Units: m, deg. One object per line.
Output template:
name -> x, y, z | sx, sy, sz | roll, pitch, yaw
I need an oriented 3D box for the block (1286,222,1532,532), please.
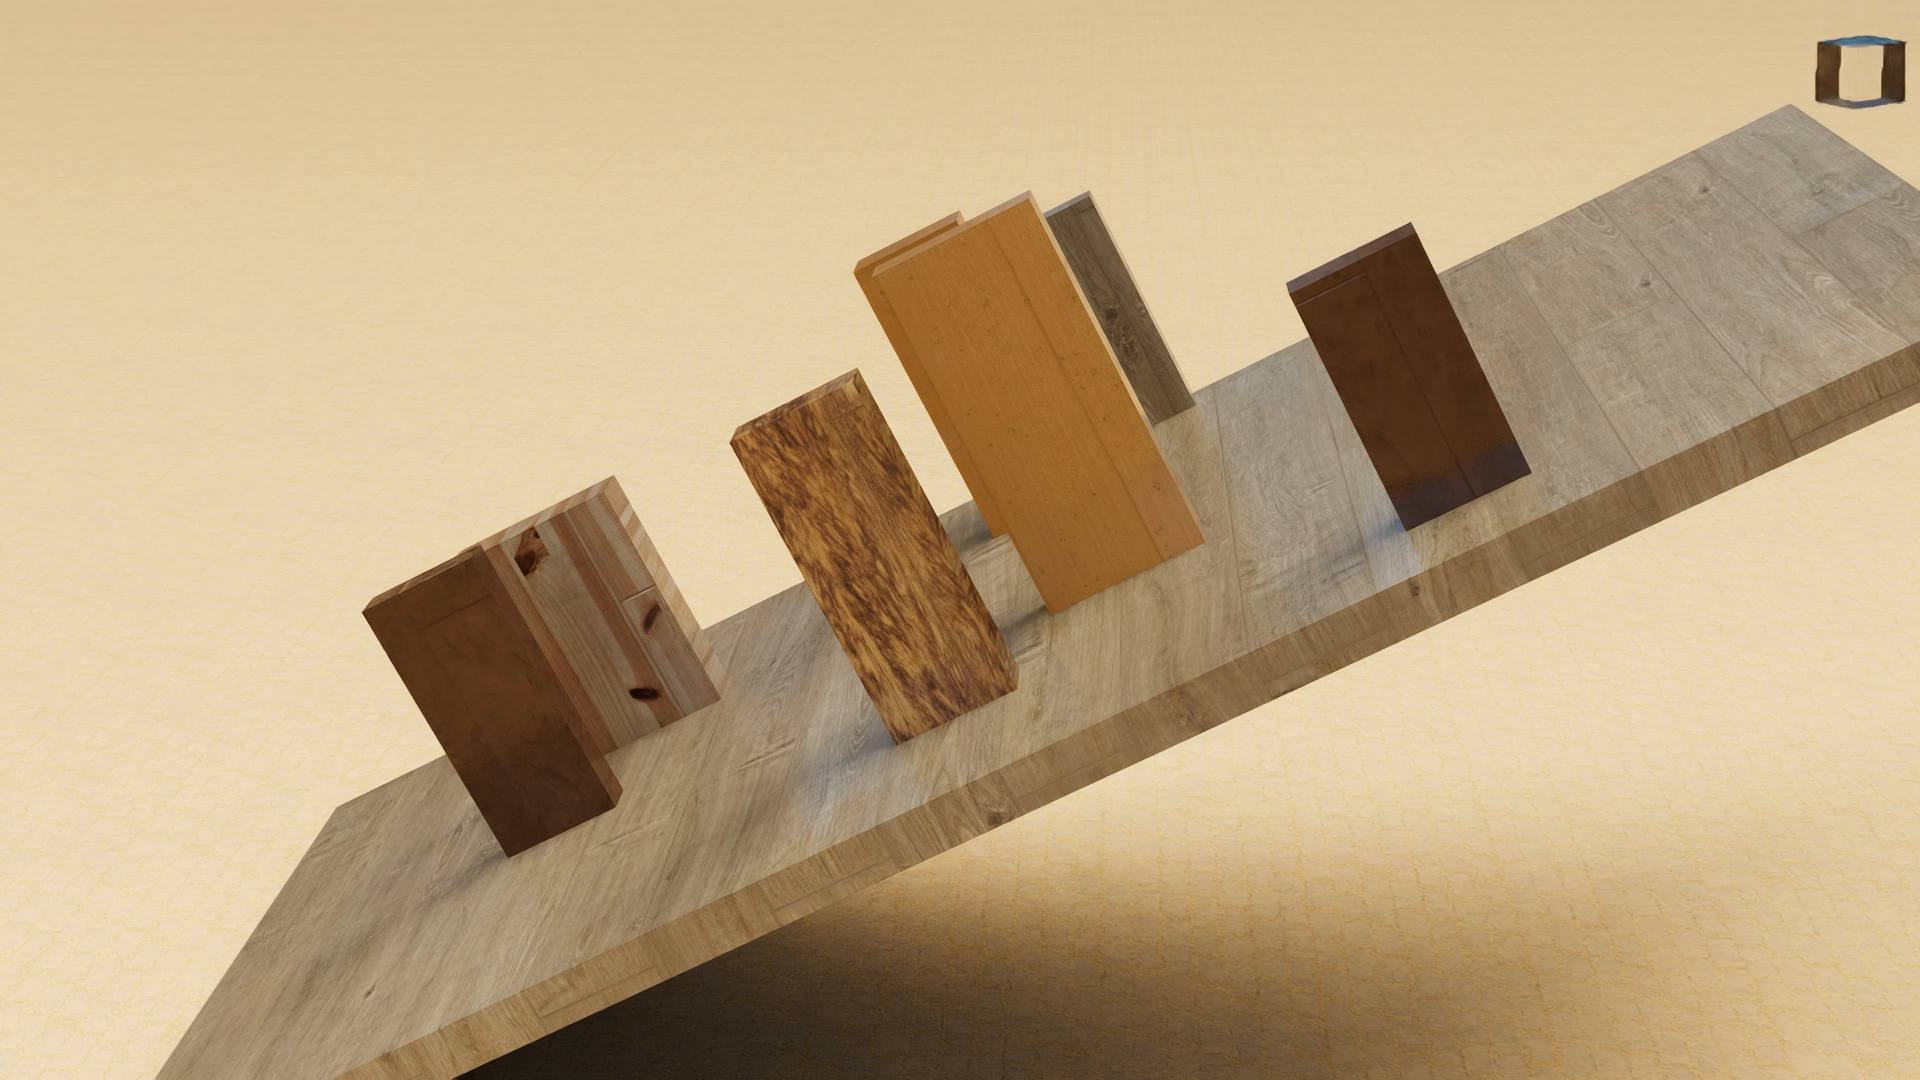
block -> 0.820, -0.297, 5.375 | 0.251, 0.498, 0.099 | -26, 14, 10

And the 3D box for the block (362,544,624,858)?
block -> -0.998, 0.348, 6.303 | 0.269, 0.625, 0.099 | -26, 14, 10

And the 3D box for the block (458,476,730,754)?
block -> -0.847, 0.194, 6.730 | 0.410, 0.549, 0.142 | -26, 14, 10

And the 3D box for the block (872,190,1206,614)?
block -> 0.164, -0.273, 5.950 | 0.350, 0.789, 0.102 | -26, 14, 10

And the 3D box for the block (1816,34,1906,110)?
block -> 1.813, -0.942, 5.921 | 0.122, 0.122, 0.122 | -11, 19, -21

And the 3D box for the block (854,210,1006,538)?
block -> 0.040, -0.378, 6.758 | 0.264, 0.701, 0.133 | -26, 14, 10

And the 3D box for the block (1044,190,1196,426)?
block -> 0.277, -0.500, 7.025 | 0.357, 0.564, 0.086 | -26, 14, 10

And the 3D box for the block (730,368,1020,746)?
block -> -0.160, 0.035, 5.687 | 0.264, 0.683, 0.119 | -26, 14, 10

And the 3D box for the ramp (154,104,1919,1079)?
ramp -> 0.140, 0.167, 6.281 | 4.000, 0.100, 2.000 | -26, 14, 10
